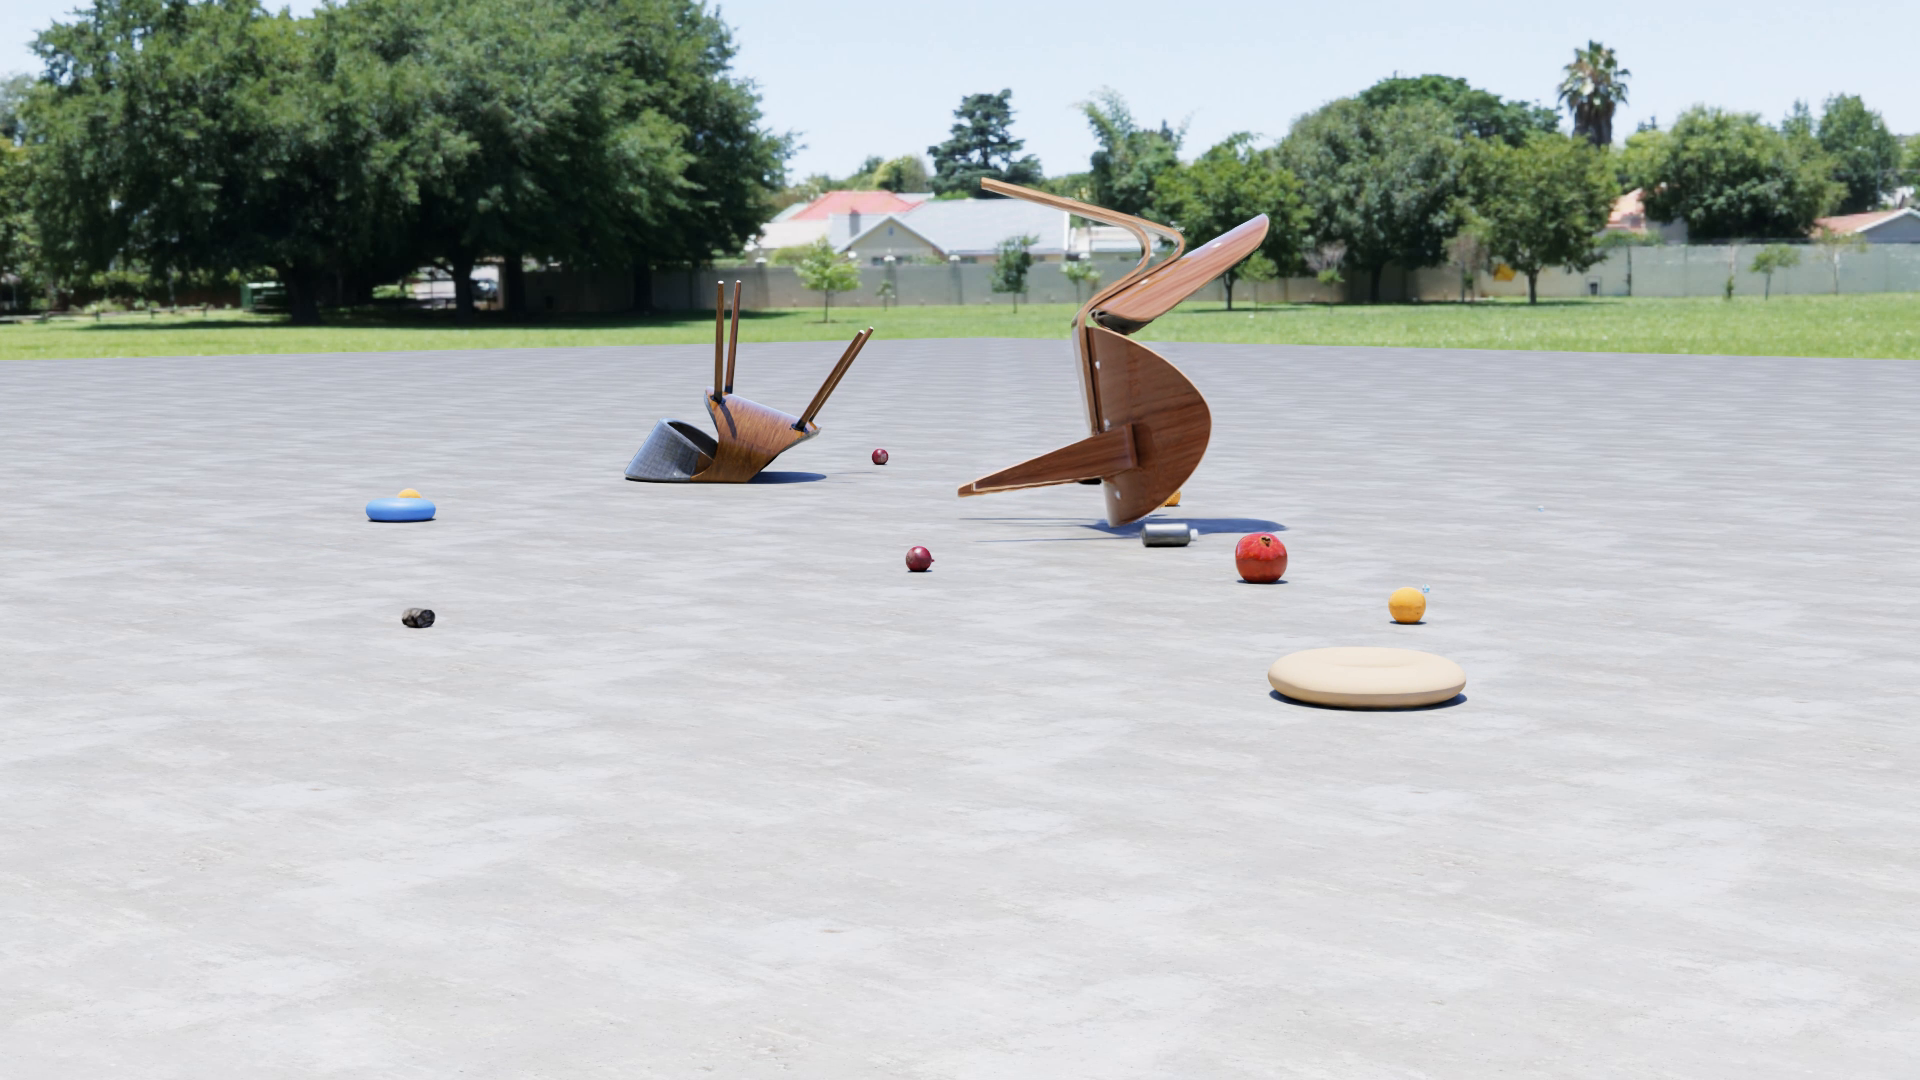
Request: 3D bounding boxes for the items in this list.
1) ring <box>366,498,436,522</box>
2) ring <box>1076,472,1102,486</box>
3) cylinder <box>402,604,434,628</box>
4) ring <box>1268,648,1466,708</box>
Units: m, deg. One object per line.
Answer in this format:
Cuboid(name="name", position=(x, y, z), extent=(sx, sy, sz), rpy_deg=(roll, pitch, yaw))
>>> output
Cuboid(name="ring", position=(-1.512, -0.081, 6.935), extent=(0.188, 0.056, 0.173), rpy_deg=(1, 5, 8))
Cuboid(name="ring", position=(0.407, -0.194, 8.123), extent=(0.053, 0.035, 0.106), rpy_deg=(-2, 7, -39))
Cuboid(name="cylinder", position=(-1.019, 0.146, 4.827), extent=(0.044, 0.035, 0.046), rpy_deg=(-27, 14, 22))
Cuboid(name="ring", position=(0.639, 0.215, 4.031), extent=(0.312, 0.062, 0.307), rpy_deg=(-5, 9, -40))
